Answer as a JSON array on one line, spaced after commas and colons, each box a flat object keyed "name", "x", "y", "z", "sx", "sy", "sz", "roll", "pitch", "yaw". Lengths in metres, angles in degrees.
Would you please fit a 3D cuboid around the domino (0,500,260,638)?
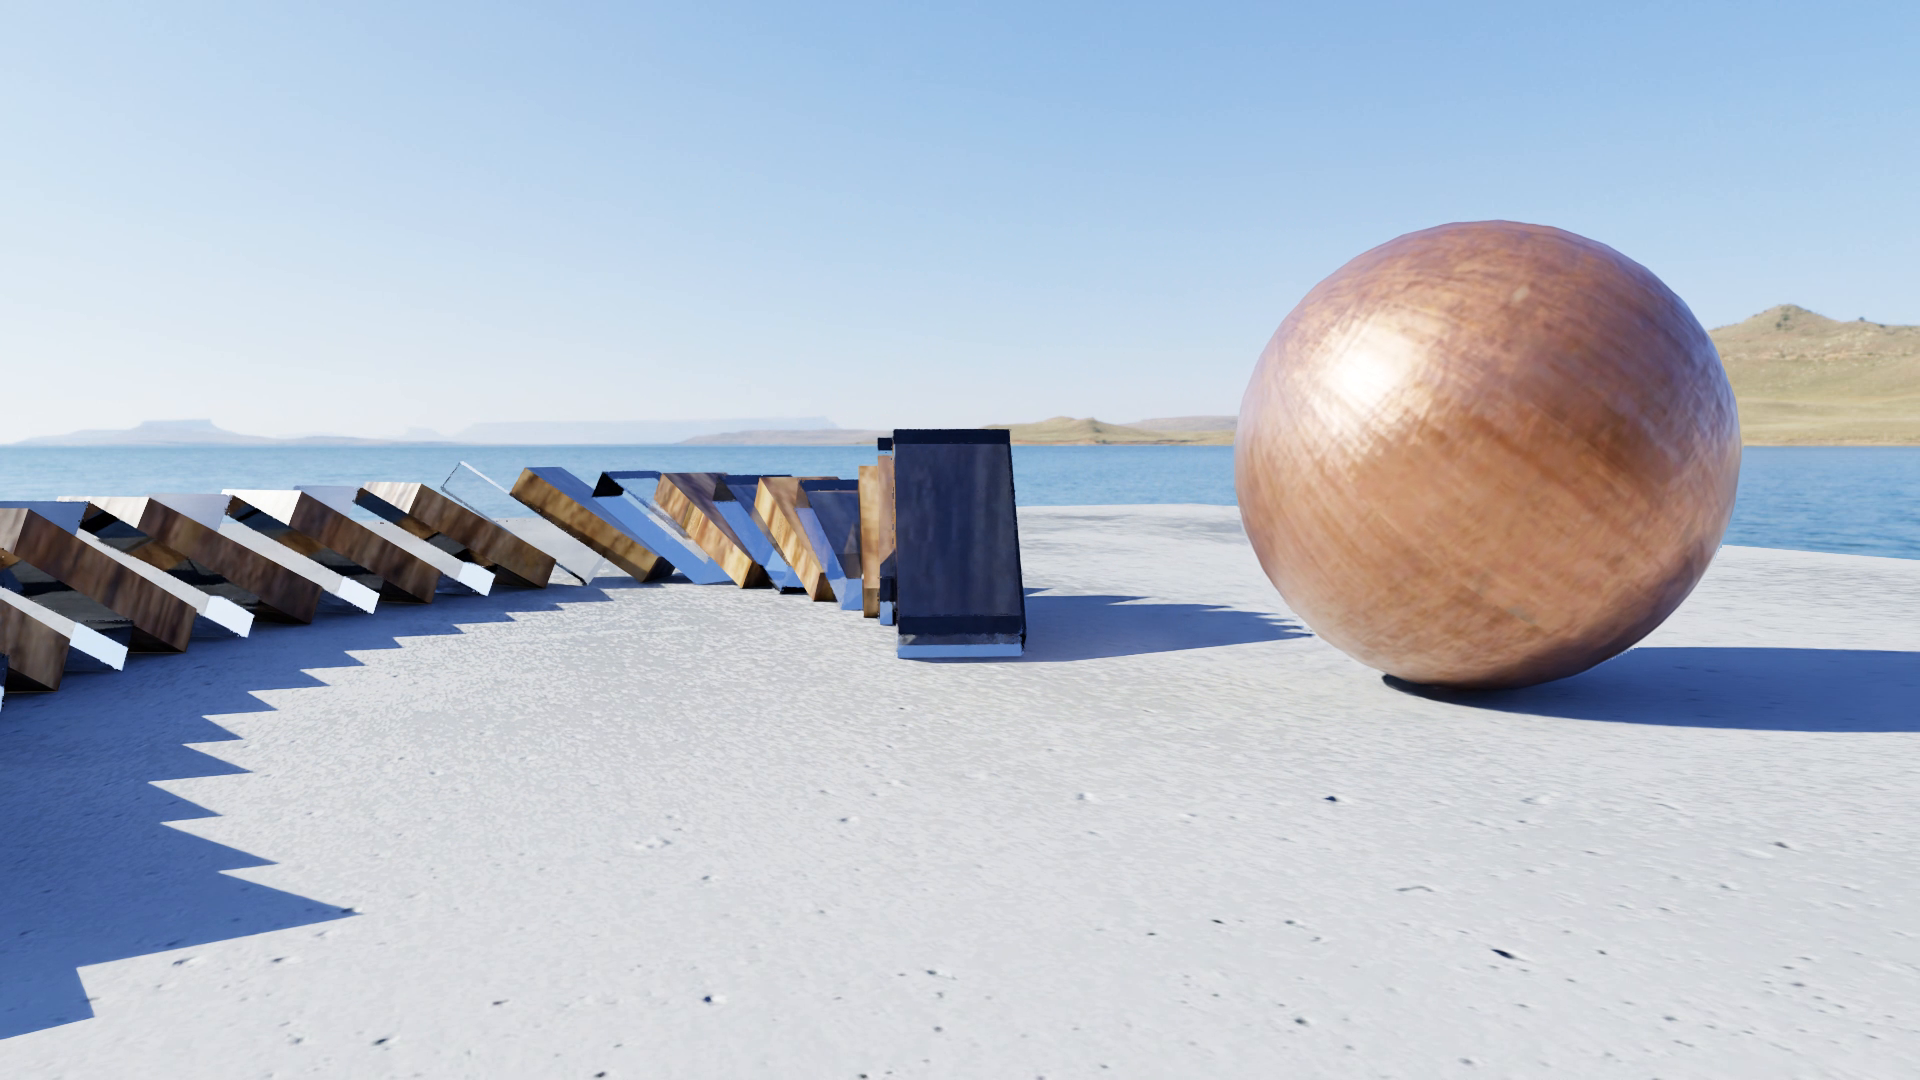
[{"name": "domino", "x": -0.172, "y": 0.007, "z": 0.263, "sx": 0.025, "sy": 0.009, "sz": 0.050, "roll": 1, "pitch": -23, "yaw": 9}]

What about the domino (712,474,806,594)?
[{"name": "domino", "x": -0.052, "y": -0.003, "z": 0.384, "sx": 0.025, "sy": 0.009, "sz": 0.050, "roll": -3, "pitch": 35, "yaw": -36}]

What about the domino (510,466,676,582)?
[{"name": "domino", "x": -0.113, "y": -0.005, "z": 0.404, "sx": 0.050, "sy": 0.009, "sz": 0.025, "roll": 33, "pitch": 7, "yaw": 4}]

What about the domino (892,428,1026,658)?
[{"name": "domino", "x": -0.001, "y": 0.000, "z": 0.266, "sx": 0.025, "sy": 0.050, "sz": 0.009, "roll": 0, "pitch": -33, "yaw": -4}]

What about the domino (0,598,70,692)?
[{"name": "domino", "x": -0.166, "y": 0.012, "z": 0.199, "sx": 0.025, "sy": 0.010, "sz": 0.050, "roll": 0, "pitch": -23, "yaw": -5}]

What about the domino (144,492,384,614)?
[{"name": "domino", "x": -0.165, "y": 0.004, "z": 0.305, "sx": 0.025, "sy": 0.009, "sz": 0.050, "roll": 1, "pitch": -23, "yaw": 18}]

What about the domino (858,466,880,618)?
[{"name": "domino", "x": -0.013, "y": -0.001, "z": 0.332, "sx": 0.025, "sy": 0.009, "sz": 0.050, "roll": 0, "pitch": 39, "yaw": -6}]

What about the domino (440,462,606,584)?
[{"name": "domino", "x": -0.133, "y": -0.005, "z": 0.391, "sx": 0.050, "sy": 0.009, "sz": 0.025, "roll": 37, "pitch": -8, "yaw": -18}]

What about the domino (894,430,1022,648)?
[{"name": "domino", "x": -0.001, "y": -0.001, "z": 0.278, "sx": 0.025, "sy": 0.050, "sz": 0.009, "roll": 0, "pitch": -33, "yaw": -4}]

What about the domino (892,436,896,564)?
[{"name": "domino", "x": -0.003, "y": -0.003, "z": 0.302, "sx": 0.025, "sy": 0.050, "sz": 0.009, "roll": 0, "pitch": -33, "yaw": -4}]

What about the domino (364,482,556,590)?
[{"name": "domino", "x": -0.143, "y": -0.001, "z": 0.365, "sx": 0.025, "sy": 0.010, "sz": 0.050, "roll": 3, "pitch": -23, "yaw": 33}]

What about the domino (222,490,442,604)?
[{"name": "domino", "x": -0.159, "y": 0.002, "z": 0.326, "sx": 0.025, "sy": 0.009, "sz": 0.050, "roll": 2, "pitch": -23, "yaw": 20}]

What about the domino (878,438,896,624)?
[{"name": "domino", "x": -0.007, "y": -0.003, "z": 0.315, "sx": 0.025, "sy": 0.050, "sz": 0.010, "roll": 0, "pitch": -36, "yaw": -4}]

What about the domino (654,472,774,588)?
[{"name": "domino", "x": -0.070, "y": -0.004, "z": 0.397, "sx": 0.025, "sy": 0.009, "sz": 0.050, "roll": -4, "pitch": 36, "yaw": -48}]

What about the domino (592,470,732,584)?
[{"name": "domino", "x": -0.090, "y": -0.005, "z": 0.406, "sx": 0.050, "sy": 0.009, "sz": 0.025, "roll": 36, "pitch": 20, "yaw": 23}]

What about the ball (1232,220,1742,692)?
[{"name": "ball", "x": 0.088, "y": -0.014, "z": 0.221, "sx": 0.080, "sy": 0.080, "sz": 0.080, "roll": 0, "pitch": 4, "yaw": 0}]

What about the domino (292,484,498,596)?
[{"name": "domino", "x": -0.153, "y": 0.001, "z": 0.346, "sx": 0.025, "sy": 0.010, "sz": 0.050, "roll": 2, "pitch": -23, "yaw": 27}]

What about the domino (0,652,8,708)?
[{"name": "domino", "x": -0.157, "y": 0.014, "z": 0.177, "sx": 0.025, "sy": 0.009, "sz": 0.050, "roll": -1, "pitch": -23, "yaw": -15}]

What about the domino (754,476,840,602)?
[{"name": "domino", "x": -0.038, "y": -0.001, "z": 0.368, "sx": 0.025, "sy": 0.009, "sz": 0.050, "roll": -2, "pitch": 34, "yaw": -30}]

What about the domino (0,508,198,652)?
[{"name": "domino", "x": -0.171, "y": 0.009, "z": 0.241, "sx": 0.025, "sy": 0.010, "sz": 0.050, "roll": 0, "pitch": -23, "yaw": 2}]

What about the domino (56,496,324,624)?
[{"name": "domino", "x": -0.171, "y": 0.005, "z": 0.285, "sx": 0.025, "sy": 0.009, "sz": 0.050, "roll": 1, "pitch": -23, "yaw": 18}]

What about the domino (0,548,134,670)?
[{"name": "domino", "x": -0.170, "y": 0.010, "z": 0.220, "sx": 0.025, "sy": 0.009, "sz": 0.050, "roll": 0, "pitch": -23, "yaw": 0}]

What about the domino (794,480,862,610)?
[{"name": "domino", "x": -0.026, "y": 0.000, "z": 0.350, "sx": 0.025, "sy": 0.009, "sz": 0.050, "roll": -2, "pitch": 33, "yaw": -23}]
